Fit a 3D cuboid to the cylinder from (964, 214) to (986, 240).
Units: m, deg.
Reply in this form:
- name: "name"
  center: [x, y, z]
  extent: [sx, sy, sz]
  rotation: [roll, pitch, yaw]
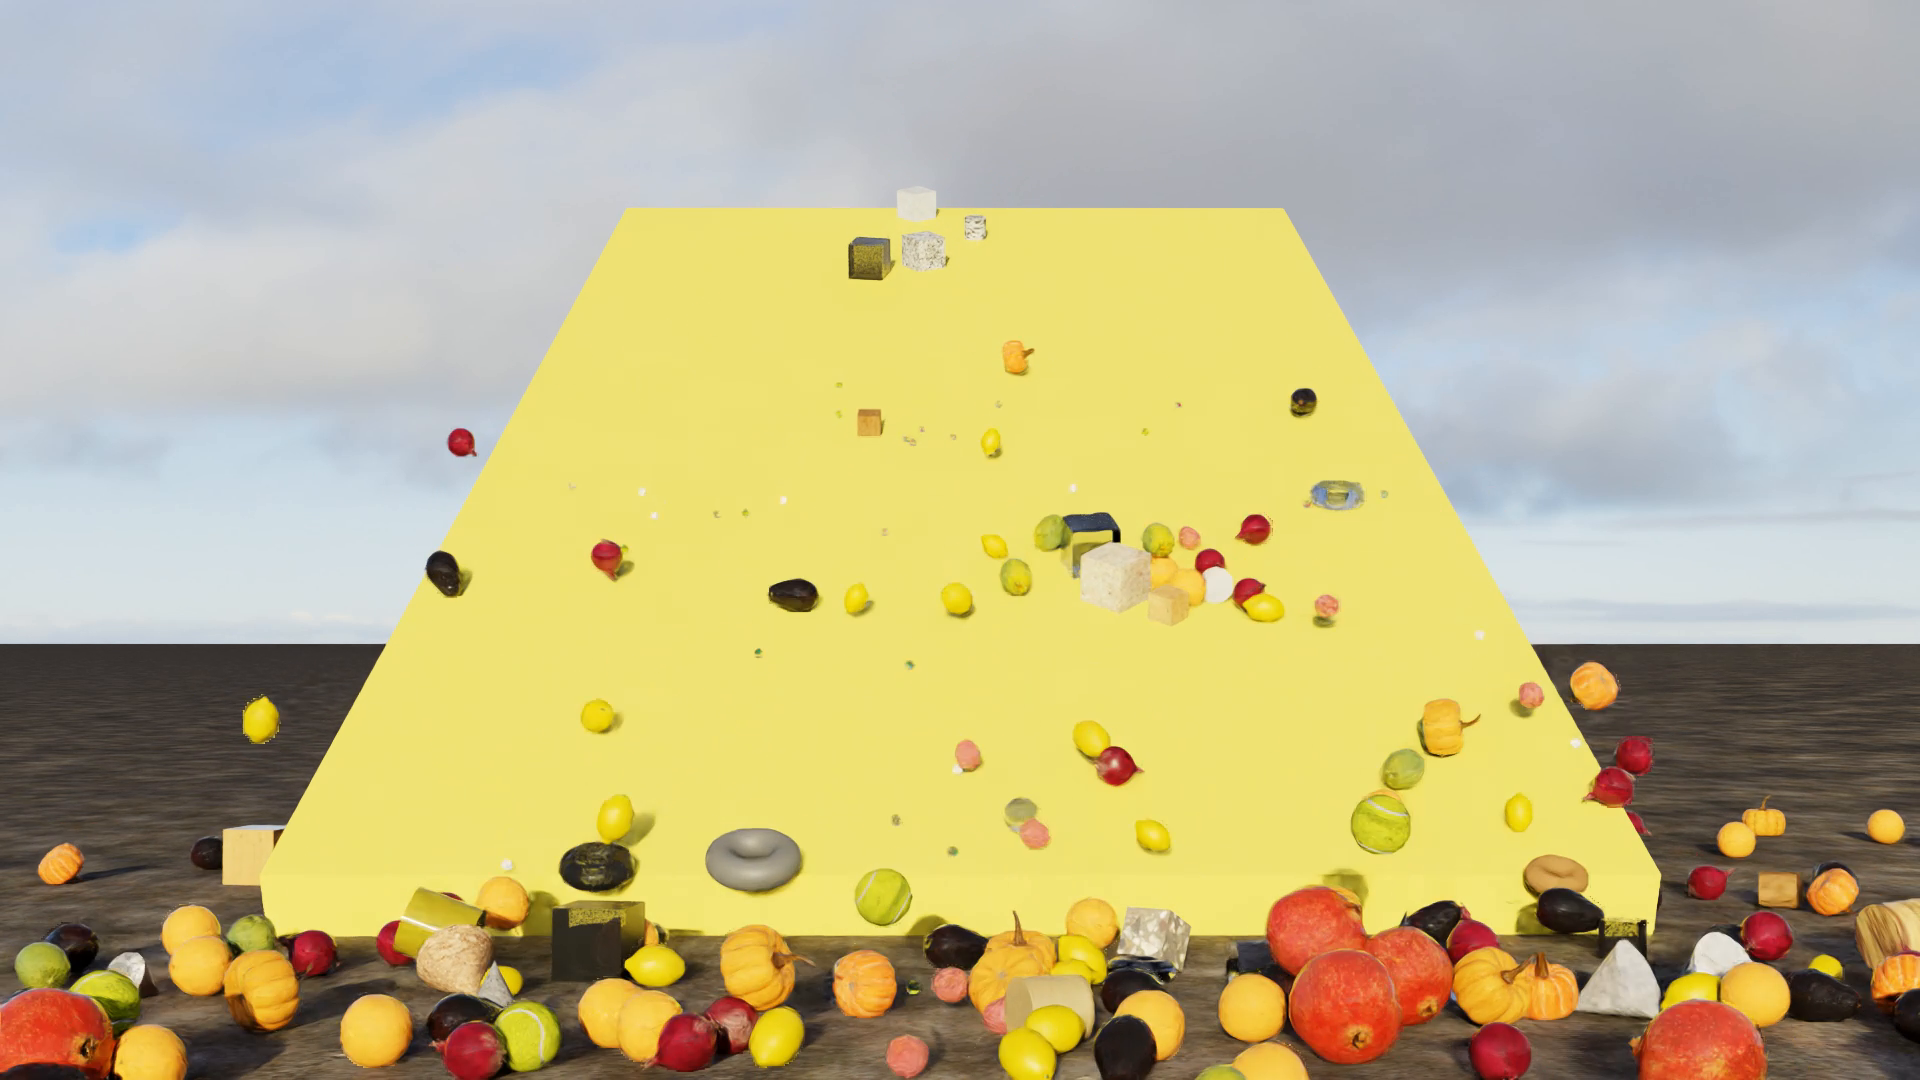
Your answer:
- name: "cylinder"
  center: [0.044, -0.903, 6.634]
  extent: [0.062, 0.062, 0.062]
  rotation: [0, 22, 0]

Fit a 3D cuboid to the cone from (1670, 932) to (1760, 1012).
- name: "cone"
  center: [0.863, 0.521, 2.682]
  extent: [0.096, 0.096, 0.096]
  rotation: [1, -29, -31]

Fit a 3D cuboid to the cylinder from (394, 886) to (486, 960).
- name: "cylinder"
  center: [-0.641, 0.482, 2.827]
  extent: [0.085, 0.085, 0.085]
  rotation: [20, -2, 1]

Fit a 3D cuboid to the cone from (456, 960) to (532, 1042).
- name: "cone"
  center: [-0.503, 0.495, 2.480]
  extent: [0.082, 0.082, 0.082]
  rotation: [0, -2, 0]

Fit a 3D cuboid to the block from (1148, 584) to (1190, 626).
- name: "block"
  center: [0.373, 0.117, 4.106]
  extent: [0.052, 0.052, 0.052]
  rotation: [18, 28, 37]

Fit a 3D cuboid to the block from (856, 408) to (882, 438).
- name: "block"
  center: [-0.199, -0.256, 5.036]
  extent: [0.050, 0.050, 0.050]
  rotation: [1, 22, 1]

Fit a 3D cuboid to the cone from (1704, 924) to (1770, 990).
- name: "cone"
  center: [0.923, 0.529, 2.805]
  extent: [0.092, 0.092, 0.092]
  rotation: [1, -29, -15]

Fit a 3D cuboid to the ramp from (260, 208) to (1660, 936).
- name: "ramp"
  center: [-0.006, -0.220, 5.149]
  extent: [2.000, 0.100, 4.000]
  rotation: [0, 22, 0]

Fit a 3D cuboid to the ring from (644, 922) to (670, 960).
- name: "ring"
  center: [-0.460, 0.538, 3.081]
  extent: [0.139, 0.046, 0.139]
  rotation: [0, -4, 0]

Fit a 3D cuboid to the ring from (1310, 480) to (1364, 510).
- name: "ring"
  center: [0.763, -0.091, 4.646]
  extent: [0.113, 0.038, 0.113]
  rotation: [1, 21, 0]

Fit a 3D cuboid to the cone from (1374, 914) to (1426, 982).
- name: "cone"
  center: [0.565, 0.513, 2.908]
  extent: [0.081, 0.081, 0.081]
  rotation: [0, -2, 0]

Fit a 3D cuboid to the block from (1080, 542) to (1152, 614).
- name: "block"
  center: [0.283, 0.068, 4.176]
  extent: [0.091, 0.091, 0.091]
  rotation: [17, 28, 37]

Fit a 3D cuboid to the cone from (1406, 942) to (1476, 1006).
- name: "cone"
  center: [0.554, 0.528, 2.719]
  extent: [0.080, 0.080, 0.080]
  rotation: [2, -29, -35]

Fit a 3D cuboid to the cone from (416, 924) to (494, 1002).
- name: "cone"
  center: [-0.591, 0.525, 2.744]
  extent: [0.095, 0.095, 0.095]
  rotation: [1, 24, -28]

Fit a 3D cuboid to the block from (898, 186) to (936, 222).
- name: "block"
  center: [-0.130, -1.004, 6.858]
  extent: [0.083, 0.083, 0.083]
  rotation: [-17, 28, -36]

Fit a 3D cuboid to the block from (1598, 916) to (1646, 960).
- name: "block"
  center: [0.889, 0.535, 3.078]
  extent: [0.051, 0.051, 0.051]
  rotation: [-1, -2, 32]

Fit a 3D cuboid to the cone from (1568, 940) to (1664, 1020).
- name: "cone"
  center: [0.735, 0.520, 2.623]
  extent: [0.096, 0.096, 0.096]
  rotation: [-33, -20, 30]

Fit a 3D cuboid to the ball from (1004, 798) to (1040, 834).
- name: "ball"
  center: [0.090, 0.406, 3.381]
  extent: [0.054, 0.054, 0.054]
  rotation: [0, -2, 0]

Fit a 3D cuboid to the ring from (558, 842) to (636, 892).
- name: "ring"
  center: [-0.516, 0.463, 3.260]
  extent: [0.109, 0.036, 0.109]
  rotation: [1, 21, 0]

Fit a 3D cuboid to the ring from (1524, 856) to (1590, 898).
- name: "ring"
  center: [0.844, 0.476, 3.245]
  extent: [0.089, 0.030, 0.089]
  rotation: [1, 23, -1]

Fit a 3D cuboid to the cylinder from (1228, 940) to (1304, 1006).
- name: "cylinder"
  center: [0.358, 0.507, 2.688]
  extent: [0.076, 0.076, 0.076]
  rotation: [0, -2, -5]

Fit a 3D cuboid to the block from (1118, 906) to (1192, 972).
- name: "block"
  center: [0.250, 0.514, 2.947]
  extent: [0.063, 0.063, 0.063]
  rotation: [-2, -28, 34]

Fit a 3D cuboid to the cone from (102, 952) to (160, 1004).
- name: "cone"
  center: [-0.976, 0.532, 2.737]
  extent: [0.064, 0.064, 0.064]
  rotation: [-1, -29, 28]

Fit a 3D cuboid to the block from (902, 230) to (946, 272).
- name: "block"
  center: [-0.101, -0.797, 6.336]
  extent: [0.087, 0.087, 0.087]
  rotation: [-14, 26, -31]

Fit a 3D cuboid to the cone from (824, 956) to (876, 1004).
- name: "cone"
  center: [-0.120, 0.532, 2.717]
  extent: [0.059, 0.059, 0.059]
  rotation: [33, -21, -31]

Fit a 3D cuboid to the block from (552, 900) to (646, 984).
- name: "block"
  center: [-0.458, 0.508, 2.911]
  extent: [0.091, 0.091, 0.091]
  rotation: [0, -2, 11]

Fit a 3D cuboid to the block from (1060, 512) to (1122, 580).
- name: "block"
  center: [0.245, 0.011, 4.315]
  extent: [0.093, 0.093, 0.093]
  rotation: [-4, 22, -11]

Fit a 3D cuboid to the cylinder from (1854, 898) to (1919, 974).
- name: "cylinder"
  center: [1.215, 0.507, 2.945]
  extent: [0.088, 0.088, 0.088]
  rotation: [-4, -1, -17]

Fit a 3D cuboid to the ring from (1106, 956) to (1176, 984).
- name: "ring"
  center: [0.228, 0.538, 2.872]
  extent: [0.088, 0.029, 0.088]
  rotation: [1, -3, 0]

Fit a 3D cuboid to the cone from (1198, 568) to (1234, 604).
- name: "cone"
  center: [0.473, 0.086, 4.213]
  extent: [0.066, 0.066, 0.066]
  rotation: [-1, -5, 14]

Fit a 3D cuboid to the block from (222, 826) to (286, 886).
- name: "block"
  center: [-1.228, 0.554, 4.035]
  extent: [0.095, 0.095, 0.095]
  rotation: [0, -2, 12]

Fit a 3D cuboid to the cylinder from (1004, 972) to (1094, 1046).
- name: "cylinder"
  center: [0.095, 0.498, 2.434]
  extent: [0.072, 0.072, 0.072]
  rotation: [1, -3, -24]

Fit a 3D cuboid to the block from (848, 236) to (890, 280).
- name: "block"
  center: [-0.247, -0.766, 6.249]
  extent: [0.094, 0.094, 0.094]
  rotation: [5, 22, 12]

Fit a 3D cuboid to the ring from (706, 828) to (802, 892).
- name: "ring"
  center: [-0.295, 0.455, 3.270]
  extent: [0.137, 0.046, 0.137]
  rotation: [1, 22, 0]
